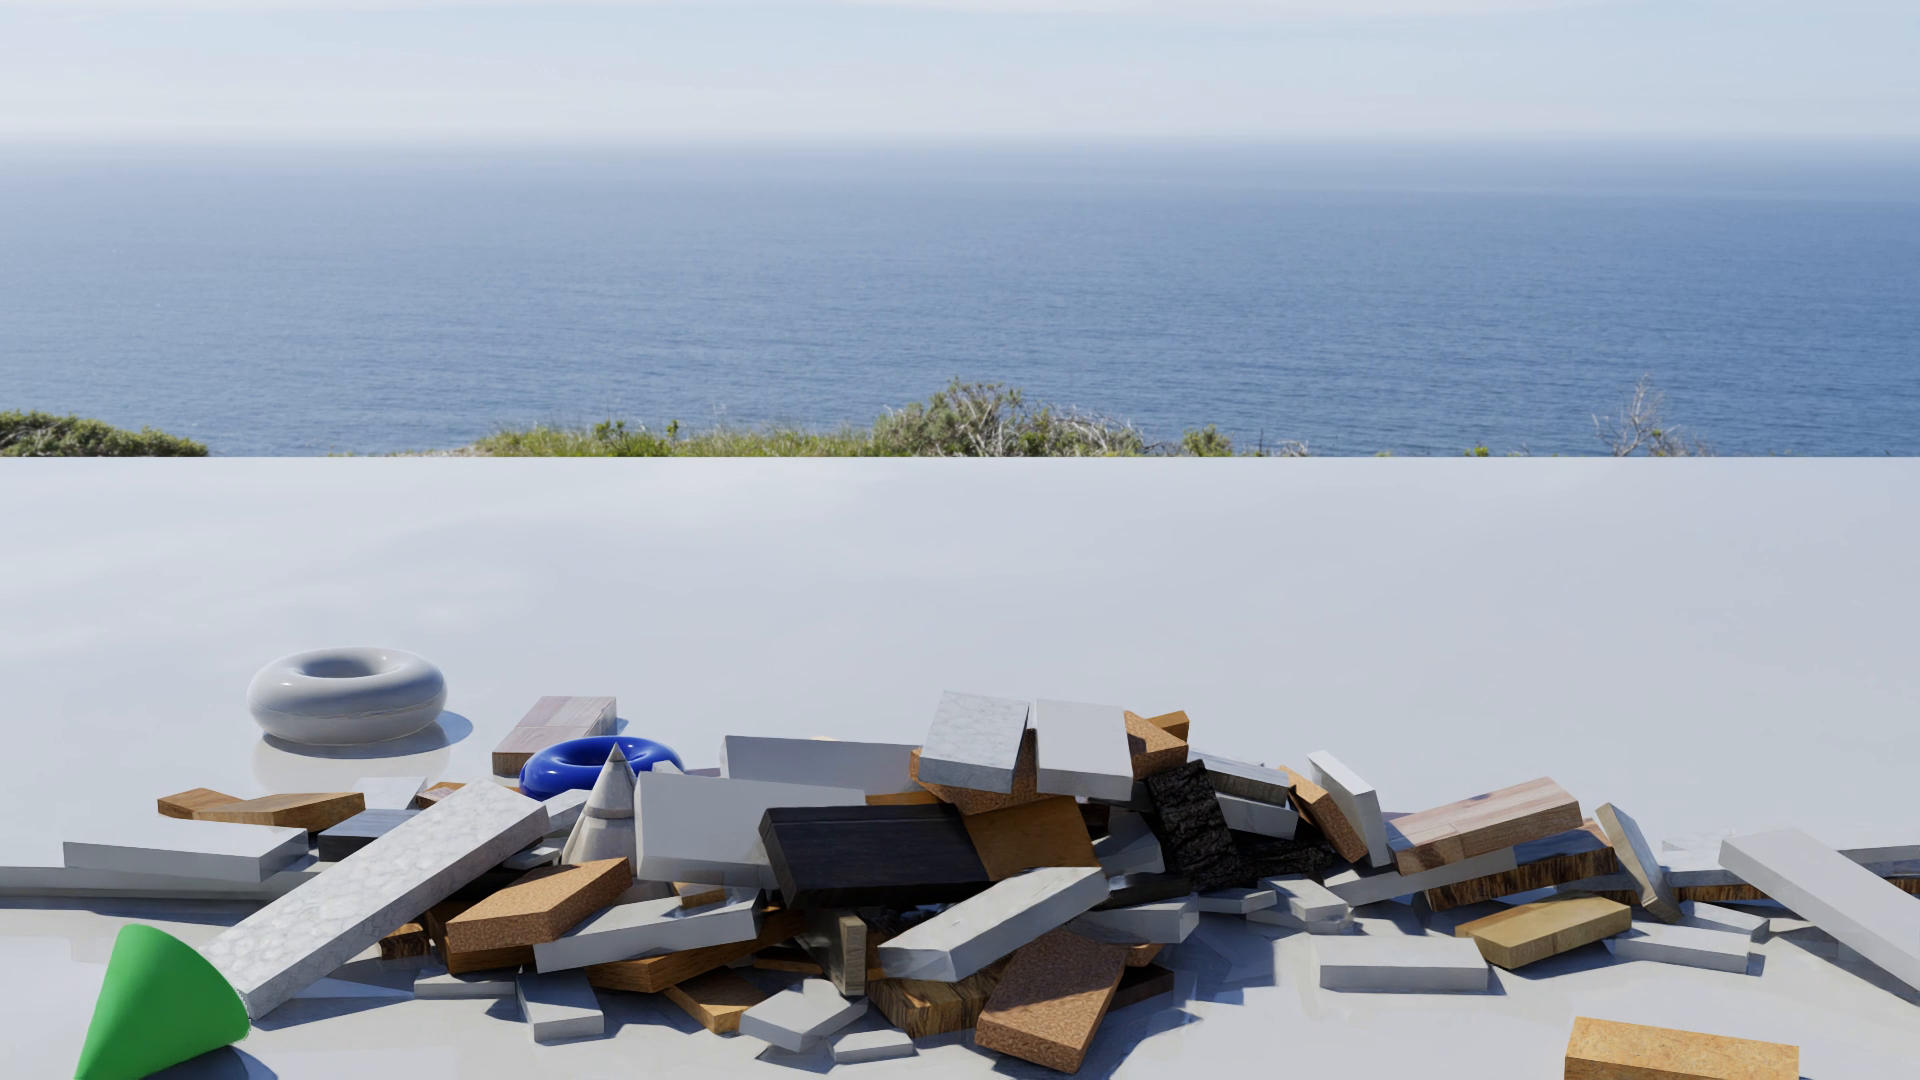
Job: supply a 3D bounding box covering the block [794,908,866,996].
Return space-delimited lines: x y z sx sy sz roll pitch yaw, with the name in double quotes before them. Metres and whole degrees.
"block" -0.201 0.584 3.297 0.028 0.100 0.382 1 3 -16

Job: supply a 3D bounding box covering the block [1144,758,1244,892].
"block" 0.382 0.469 3.599 0.099 0.199 0.028 -19 -5 -13

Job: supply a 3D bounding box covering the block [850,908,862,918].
"block" -0.176 0.576 3.428 0.017 0.122 0.061 -35 23 -17

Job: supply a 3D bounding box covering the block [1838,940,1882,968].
"block" 1.464 0.616 3.437 0.117 0.033 0.235 7 13 34

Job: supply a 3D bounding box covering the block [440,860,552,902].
"block" -0.842 0.544 3.576 0.322 0.046 0.161 -1 6 6

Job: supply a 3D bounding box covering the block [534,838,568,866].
"block" -0.719 0.536 3.751 0.182 0.026 0.091 -1 11 -18

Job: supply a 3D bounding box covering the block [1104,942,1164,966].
"block" 0.249 0.613 3.323 0.095 0.027 0.190 -2 -1 14

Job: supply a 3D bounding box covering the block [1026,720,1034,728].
"block" 0.169 0.410 4.528 0.291 0.041 0.145 -3 11 -16

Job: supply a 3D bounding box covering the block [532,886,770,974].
"block" -0.454 0.573 3.256 0.322 0.046 0.161 -9 4 2

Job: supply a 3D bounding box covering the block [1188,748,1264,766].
"block" 0.398 0.472 4.167 0.174 0.049 0.386 9 14 39

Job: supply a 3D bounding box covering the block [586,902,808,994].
"block" -0.393 0.605 3.294 0.152 0.043 0.303 -6 5 44

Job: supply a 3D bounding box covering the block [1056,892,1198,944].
"block" 0.179 0.578 3.378 0.348 0.049 0.174 -2 -1 15

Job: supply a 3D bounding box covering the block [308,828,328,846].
"block" -1.120 0.528 3.803 0.251 0.036 0.126 -9 11 1

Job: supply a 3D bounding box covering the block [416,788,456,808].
"block" -0.939 0.484 4.054 0.128 0.018 0.064 9 14 41

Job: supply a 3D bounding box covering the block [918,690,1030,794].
"block" 0.025 0.320 3.518 0.145 0.041 0.291 7 18 5

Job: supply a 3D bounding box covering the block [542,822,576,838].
"block" -0.644 0.520 3.875 0.181 0.026 0.090 15 13 11

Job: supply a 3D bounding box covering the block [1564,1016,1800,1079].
"block" 0.966 0.704 2.944 0.291 0.041 0.145 4 11 20

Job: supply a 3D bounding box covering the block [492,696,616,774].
"block" -0.835 0.402 4.558 0.161 0.046 0.440 0 11 2

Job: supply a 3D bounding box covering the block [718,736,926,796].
"block" -0.156 0.410 3.524 0.446 0.050 0.176 5 47 -18

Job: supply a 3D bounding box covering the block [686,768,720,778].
"block" -0.348 0.471 4.178 0.336 0.048 0.168 -3 11 -13

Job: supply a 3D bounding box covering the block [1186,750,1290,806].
"block" 0.440 0.398 3.743 0.235 0.033 0.117 12 8 6

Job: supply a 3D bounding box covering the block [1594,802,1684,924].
"block" 1.097 0.521 3.552 0.095 0.027 0.191 32 30 -40

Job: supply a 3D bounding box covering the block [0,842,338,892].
"block" -1.592 0.543 3.687 1.187 0.036 0.126 1 11 3

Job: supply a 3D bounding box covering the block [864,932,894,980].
"block" -0.126 0.610 3.222 0.061 0.017 0.122 -4 14 -20

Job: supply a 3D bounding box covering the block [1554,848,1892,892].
"block" 1.249 0.540 3.634 0.539 0.027 0.095 -3 12 3

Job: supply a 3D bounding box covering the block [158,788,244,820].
"block" -1.392 0.500 4.082 0.190 0.027 0.095 8 13 36

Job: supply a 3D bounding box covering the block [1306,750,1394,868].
"block" 0.663 0.454 3.762 0.035 0.123 0.418 -15 4 -1

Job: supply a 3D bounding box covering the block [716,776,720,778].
"block" -0.377 0.499 3.725 0.159 0.159 0.159 -10 14 -42

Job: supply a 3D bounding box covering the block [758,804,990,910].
"block" -0.128 0.472 3.297 0.318 0.045 0.159 2 40 -28

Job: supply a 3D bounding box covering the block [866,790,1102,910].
"block" 0.031 0.476 3.464 0.353 0.050 0.176 -2 49 -23

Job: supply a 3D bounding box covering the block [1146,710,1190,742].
"block" 0.344 0.388 3.870 0.099 0.199 0.028 -13 44 -15

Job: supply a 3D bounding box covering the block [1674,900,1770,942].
"block" 1.214 0.608 3.518 0.137 0.019 0.068 9 14 41

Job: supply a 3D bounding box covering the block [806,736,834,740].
"block" -0.252 0.465 3.838 0.184 0.184 0.184 -10 14 -42

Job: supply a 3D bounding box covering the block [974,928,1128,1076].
"block" 0.132 0.642 3.103 0.145 0.041 0.291 15 21 13

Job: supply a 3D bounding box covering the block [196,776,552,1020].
"block" -0.896 0.537 3.369 0.168 0.048 0.559 14 33 38

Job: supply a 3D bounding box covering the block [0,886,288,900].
"block" -1.726 0.570 3.709 1.401 0.025 0.089 1 11 3

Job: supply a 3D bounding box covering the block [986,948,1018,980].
"block" 0.078 0.639 3.331 0.095 0.027 0.190 -1 11 -5

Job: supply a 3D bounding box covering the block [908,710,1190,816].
"block" 0.149 0.358 3.581 0.452 0.045 0.159 -7 22 -35

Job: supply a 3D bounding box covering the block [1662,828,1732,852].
"block" 1.334 0.540 3.868 0.177 0.025 0.089 -5 12 -25

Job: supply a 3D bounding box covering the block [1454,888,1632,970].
"block" 0.908 0.603 3.422 0.247 0.035 0.123 -11 11 -26

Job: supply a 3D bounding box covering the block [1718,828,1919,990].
"block" 1.414 0.594 3.271 0.152 0.043 0.647 -5 20 -23

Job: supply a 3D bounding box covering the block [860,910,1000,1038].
"block" -0.064 0.637 3.249 0.161 0.046 0.321 -5 14 -23

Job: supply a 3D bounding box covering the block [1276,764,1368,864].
"block" 0.612 0.467 3.786 0.033 0.117 0.458 -34 0 -1

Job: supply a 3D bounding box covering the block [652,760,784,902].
"block" -0.399 0.499 3.583 0.031 0.111 0.382 -8 29 -37

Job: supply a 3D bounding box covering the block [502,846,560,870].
"block" -0.692 0.513 3.548 0.046 0.013 0.092 1 7 27

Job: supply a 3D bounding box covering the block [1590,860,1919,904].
"block" 1.464 0.556 3.613 0.900 0.025 0.089 -3 12 5
